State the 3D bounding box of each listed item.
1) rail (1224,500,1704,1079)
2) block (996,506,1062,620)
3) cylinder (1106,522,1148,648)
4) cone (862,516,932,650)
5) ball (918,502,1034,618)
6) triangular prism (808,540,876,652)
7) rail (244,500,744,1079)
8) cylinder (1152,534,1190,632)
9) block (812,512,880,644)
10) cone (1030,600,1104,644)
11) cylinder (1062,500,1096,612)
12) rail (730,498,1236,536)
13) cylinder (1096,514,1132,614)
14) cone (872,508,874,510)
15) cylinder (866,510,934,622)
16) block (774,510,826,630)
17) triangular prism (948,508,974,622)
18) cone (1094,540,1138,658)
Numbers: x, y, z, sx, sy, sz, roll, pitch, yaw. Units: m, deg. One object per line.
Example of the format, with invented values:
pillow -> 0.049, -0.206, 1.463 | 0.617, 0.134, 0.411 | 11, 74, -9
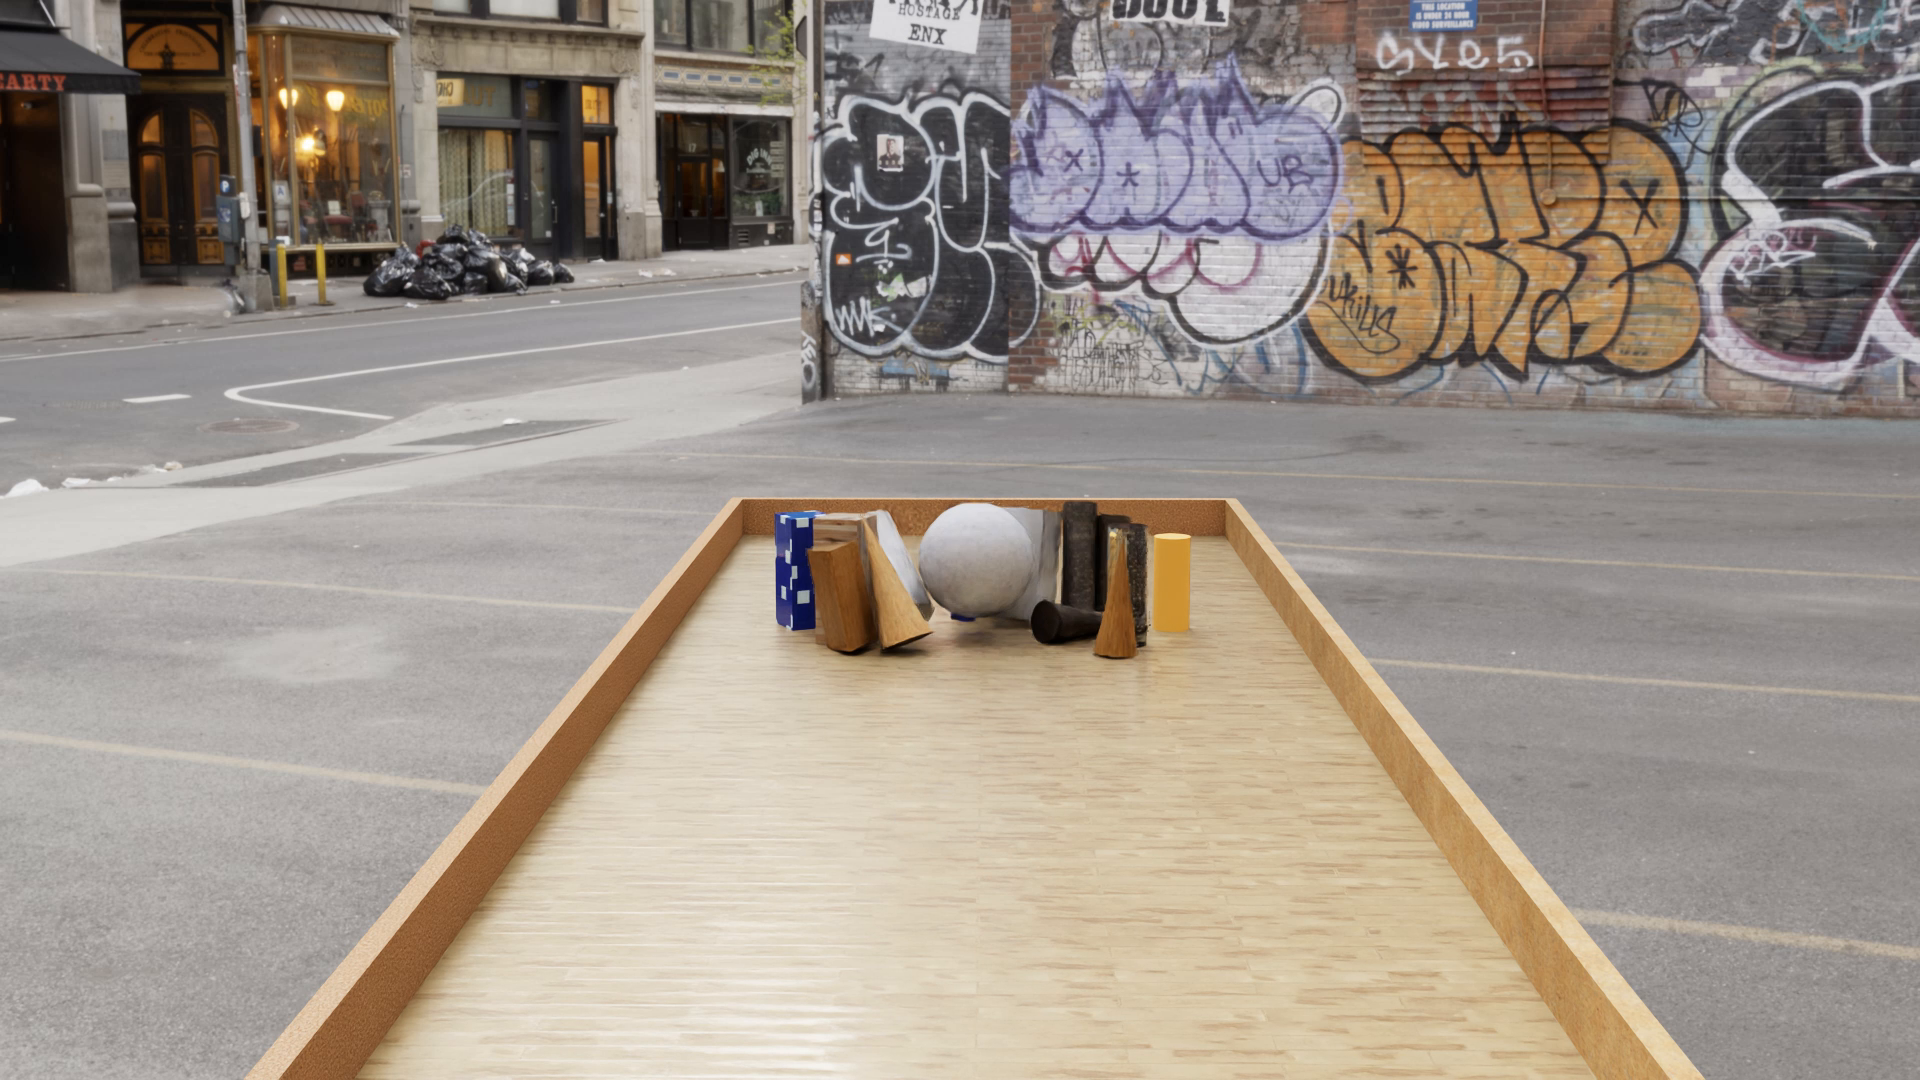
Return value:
rail -> 1.046, 0.843, 3.208 | 0.050, 0.150, 12.000 | 0, 9, 1
block -> 0.214, 0.079, 7.275 | 0.172, 0.361, 0.172 | 4, -1, 24
cylinder -> 0.525, 0.142, 6.911 | 0.127, 0.376, 0.127 | 0, 9, 0
cone -> -0.235, 0.117, 6.829 | 0.163, 0.422, 0.163 | -20, -6, -2
ball -> 0.052, 0.065, 7.011 | 0.370, 0.370, 0.370 | 0, 9, 0
triangular prism -> -0.347, 0.170, 6.817 | 0.134, 0.317, 0.154 | -16, 9, -28
rail -> -1.004, 0.839, 3.234 | 0.050, 0.150, 12.000 | 0, 9, 1
cylinder -> 0.690, 0.138, 7.165 | 0.118, 0.304, 0.118 | 0, 9, 0
block -> -0.358, 0.123, 6.949 | 0.153, 0.397, 0.153 | 2, 9, 22
cone -> 0.447, 0.271, 7.082 | 0.453, 0.136, 0.136 | 4, 5, -38
cylinder -> 0.394, 0.070, 7.289 | 0.113, 0.384, 0.113 | 2, -12, 0
rail -> 0.099, -0.098, 9.147 | 2.100, 0.150, 0.050 | 0, 9, 1
cylinder -> 0.500, 0.085, 7.356 | 0.131, 0.326, 0.131 | 4, -6, 0
cone -> -0.252, 0.071, 7.283 | 0.133, 0.392, 0.133 | -11, -22, -4
cylinder -> -0.231, 0.102, 7.125 | 0.166, 0.375, 0.166 | -20, -29, -12
block -> -0.508, 0.099, 7.219 | 0.152, 0.366, 0.152 | -4, 10, -25
triangular prism -> 0.024, 0.077, 7.314 | 0.088, 0.377, 0.076 | 5, 10, 35
cone -> 0.491, 0.169, 6.761 | 0.139, 0.362, 0.139 | 3, 8, 0
